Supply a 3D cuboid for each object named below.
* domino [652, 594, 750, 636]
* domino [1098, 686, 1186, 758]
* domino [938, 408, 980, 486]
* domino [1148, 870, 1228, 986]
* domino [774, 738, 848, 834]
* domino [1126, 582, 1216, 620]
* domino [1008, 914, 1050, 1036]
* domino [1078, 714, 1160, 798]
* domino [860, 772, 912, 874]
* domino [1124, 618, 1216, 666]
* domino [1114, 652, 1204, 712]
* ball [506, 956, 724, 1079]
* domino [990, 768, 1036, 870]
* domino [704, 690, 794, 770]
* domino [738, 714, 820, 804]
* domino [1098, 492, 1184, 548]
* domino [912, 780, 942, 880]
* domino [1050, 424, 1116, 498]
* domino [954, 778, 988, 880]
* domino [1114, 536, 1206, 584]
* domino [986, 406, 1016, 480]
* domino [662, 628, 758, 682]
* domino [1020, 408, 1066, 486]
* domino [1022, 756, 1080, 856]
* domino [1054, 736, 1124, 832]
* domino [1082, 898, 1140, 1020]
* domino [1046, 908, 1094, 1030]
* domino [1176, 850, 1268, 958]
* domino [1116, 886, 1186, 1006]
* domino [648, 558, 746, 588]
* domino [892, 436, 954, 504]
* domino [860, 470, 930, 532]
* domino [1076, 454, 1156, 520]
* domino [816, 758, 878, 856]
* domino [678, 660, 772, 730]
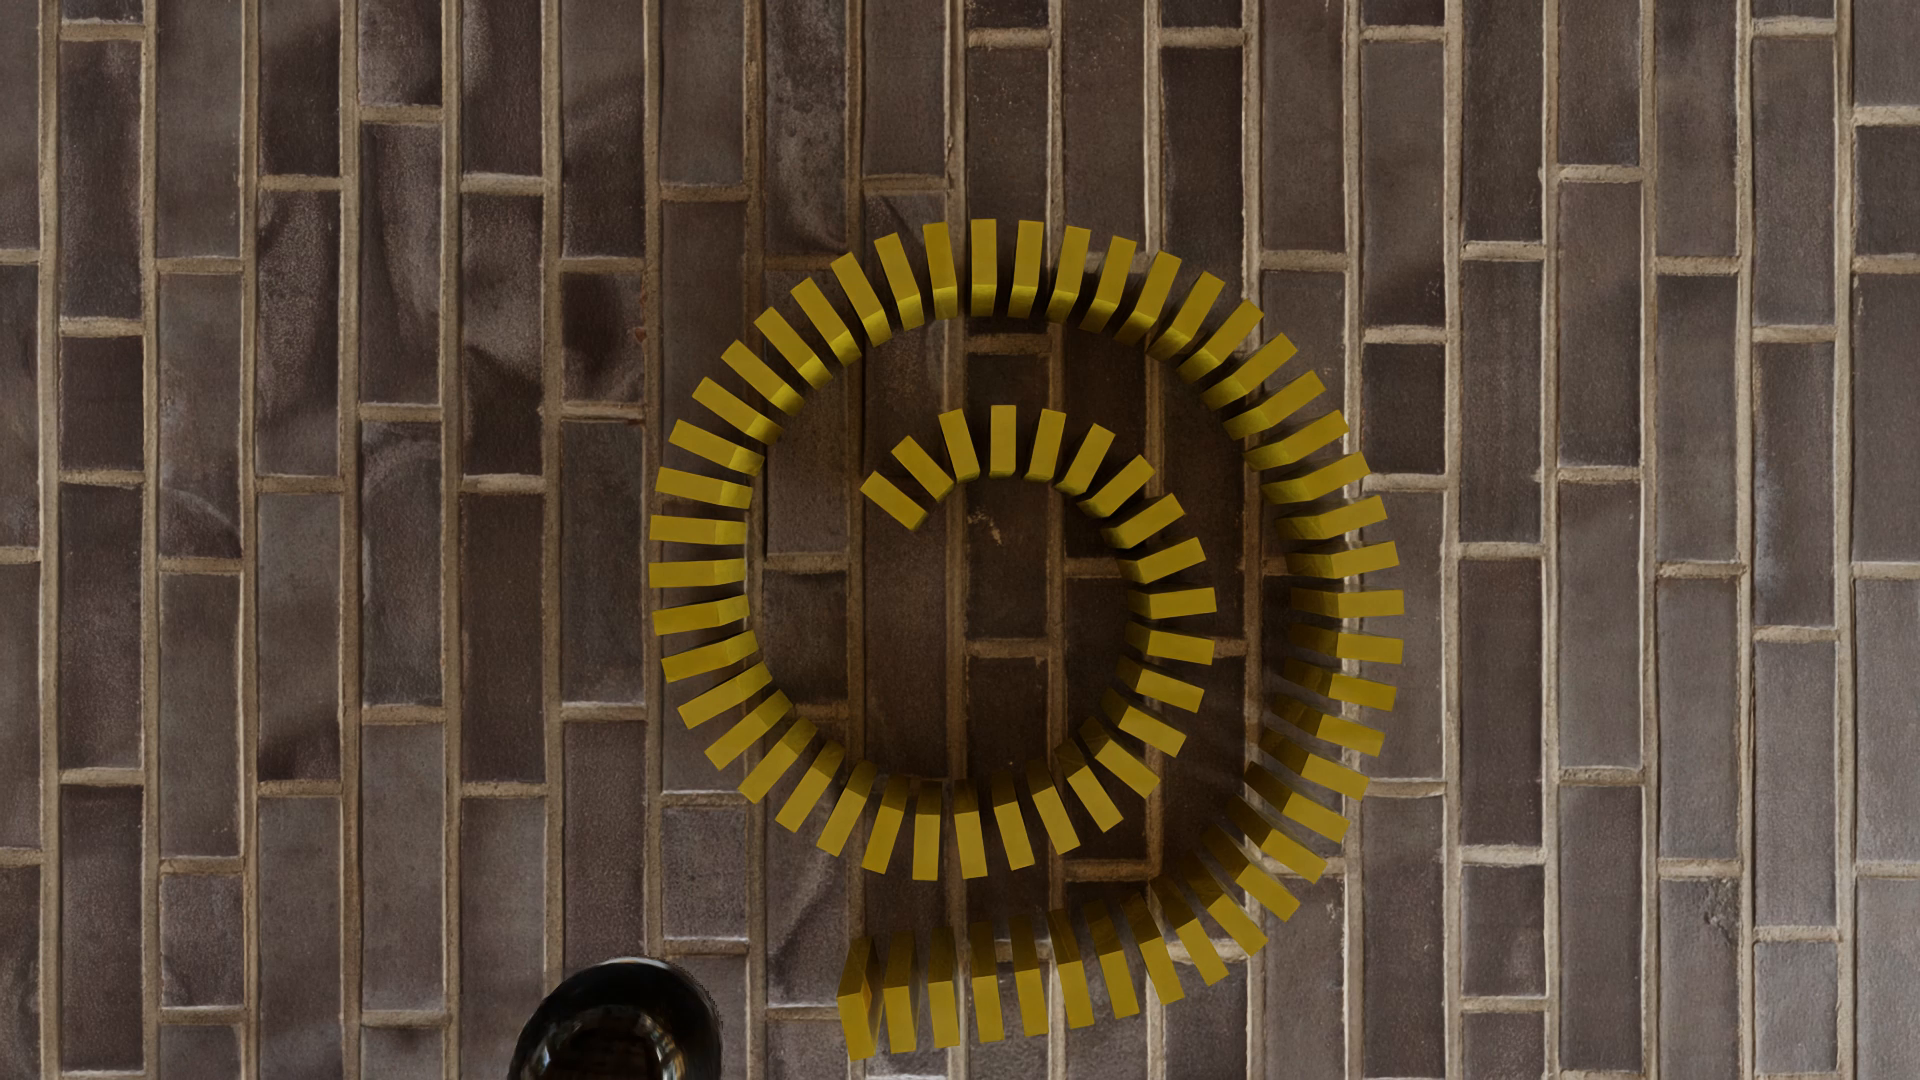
[{"bbox_3d":[-0.105,0.030,0.375,0.025,0.050,0.010,-9,90,0],"label":"domino"},{"bbox_3d":[0.073,0.073,0.375,0.025,0.050,0.009,28,90,0],"label":"domino"},{"bbox_3d":[0.000,-0.037,0.375,0.010,0.050,0.025,-17,90,0],"label":"domino"},{"bbox_3d":[0.093,0.157,0.375,0.009,0.050,0.025,-30,90,0],"label":"domino"},{"bbox_3d":[-0.060,0.099,0.375,0.010,0.050,0.025,34,90,0],"label":"domino"},{"bbox_3d":[0.085,0.024,0.375,0.025,0.050,0.009,-7,90,0],"label":"domino"},{"bbox_3d":[0.028,0.177,0.375,0.009,0.050,0.025,-9,90,0],"label":"domino"},{"bbox_3d":[0.064,0.087,0.375,0.025,0.050,0.010,39,90,0],"label":"domino"},{"bbox_3d":[-0.030,0.114,0.375,0.009,0.050,0.025,18,90,0],"label":"domino"},{"bbox_3d":[0.084,0.041,0.375,0.025,0.050,0.010,10,90,0],"label":"domino"},{"bbox_3d":[0.080,0.058,0.375,0.025,0.050,0.010,19,90,0],"label":"domino"},{"bbox_3d":[-0.134,0.207,0.360,0.080,0.080,0.080,0,90,0],"label":"ball"},{"bbox_3d":[0.021,0.113,0.375,0.010,0.050,0.025,-16,90,0],"label":"domino"},{"bbox_3d":[-0.085,0.077,0.375,0.025,0.050,0.009,-40,90,0],"label":"domino"},{"bbox_3d":[-0.073,0.089,0.375,0.009,0.050,0.025,41,90,0],"label":"domino"},{"bbox_3d":[0.073,-0.007,0.375,0.025,0.050,0.009,-32,90,0],"label":"domino"},{"bbox_3d":[-0.013,0.117,0.375,0.010,0.050,0.025,3,90,0],"label":"domino"},{"bbox_3d":[0.050,-0.032,0.375,0.010,0.050,0.025,28,90,0],"label":"domino"},{"bbox_3d":[0.004,0.117,0.375,0.010,0.050,0.025,-8,90,0],"label":"domino"},{"bbox_3d":[0.081,0.008,0.375,0.025,0.050,0.009,-22,90,0],"label":"domino"},{"bbox_3d":[0.017,-0.039,0.375,0.010,0.050,0.025,1,90,0],"label":"domino"},{"bbox_3d":[-0.101,0.047,0.375,0.025,0.050,0.010,-16,90,0],"label":"domino"},{"bbox_3d":[0.033,-0.037,0.375,0.010,0.050,0.025,12,90,0],"label":"domino"},{"bbox_3d":[0.037,0.107,0.375,0.009,0.050,0.025,-24,90,0],"label":"domino"},{"bbox_3d":[0.052,0.099,0.375,0.009,0.050,0.025,-34,90,0],"label":"domino"},{"bbox_3d":[0.061,0.170,0.375,0.009,0.050,0.025,-15,90,0],"label":"domino"},{"bbox_3d":[0.044,0.174,0.375,0.009,0.050,0.025,-12,90,0],"label":"domino"},{"bbox_3d":[0.106,0.147,0.375,0.010,0.050,0.025,-43,90,0],"label":"domino"},{"bbox_3d":[0.077,0.165,0.375,0.010,0.050,0.025,-21,90,0],"label":"domino"},{"bbox_3d":[-0.106,0.013,0.375,0.025,0.050,0.009,-2,90,0],"label":"domino"},{"bbox_3d":[-0.014,-0.028,0.375,0.009,0.050,0.025,-44,90,0],"label":"domino"},{"bbox_3d":[-0.026,-0.015,0.375,0.025,0.050,0.010,39,90,0],"label":"domino"},{"bbox_3d":[0.063,-0.021,0.375,0.025,0.050,0.010,-43,90,0],"label":"domino"},{"bbox_3d":[-0.045,0.108,0.375,0.010,0.050,0.025,27,90,0],"label":"domino"},{"bbox_3d":[-0.095,0.063,0.375,0.025,0.050,0.009,-28,90,0],"label":"domino"}]
